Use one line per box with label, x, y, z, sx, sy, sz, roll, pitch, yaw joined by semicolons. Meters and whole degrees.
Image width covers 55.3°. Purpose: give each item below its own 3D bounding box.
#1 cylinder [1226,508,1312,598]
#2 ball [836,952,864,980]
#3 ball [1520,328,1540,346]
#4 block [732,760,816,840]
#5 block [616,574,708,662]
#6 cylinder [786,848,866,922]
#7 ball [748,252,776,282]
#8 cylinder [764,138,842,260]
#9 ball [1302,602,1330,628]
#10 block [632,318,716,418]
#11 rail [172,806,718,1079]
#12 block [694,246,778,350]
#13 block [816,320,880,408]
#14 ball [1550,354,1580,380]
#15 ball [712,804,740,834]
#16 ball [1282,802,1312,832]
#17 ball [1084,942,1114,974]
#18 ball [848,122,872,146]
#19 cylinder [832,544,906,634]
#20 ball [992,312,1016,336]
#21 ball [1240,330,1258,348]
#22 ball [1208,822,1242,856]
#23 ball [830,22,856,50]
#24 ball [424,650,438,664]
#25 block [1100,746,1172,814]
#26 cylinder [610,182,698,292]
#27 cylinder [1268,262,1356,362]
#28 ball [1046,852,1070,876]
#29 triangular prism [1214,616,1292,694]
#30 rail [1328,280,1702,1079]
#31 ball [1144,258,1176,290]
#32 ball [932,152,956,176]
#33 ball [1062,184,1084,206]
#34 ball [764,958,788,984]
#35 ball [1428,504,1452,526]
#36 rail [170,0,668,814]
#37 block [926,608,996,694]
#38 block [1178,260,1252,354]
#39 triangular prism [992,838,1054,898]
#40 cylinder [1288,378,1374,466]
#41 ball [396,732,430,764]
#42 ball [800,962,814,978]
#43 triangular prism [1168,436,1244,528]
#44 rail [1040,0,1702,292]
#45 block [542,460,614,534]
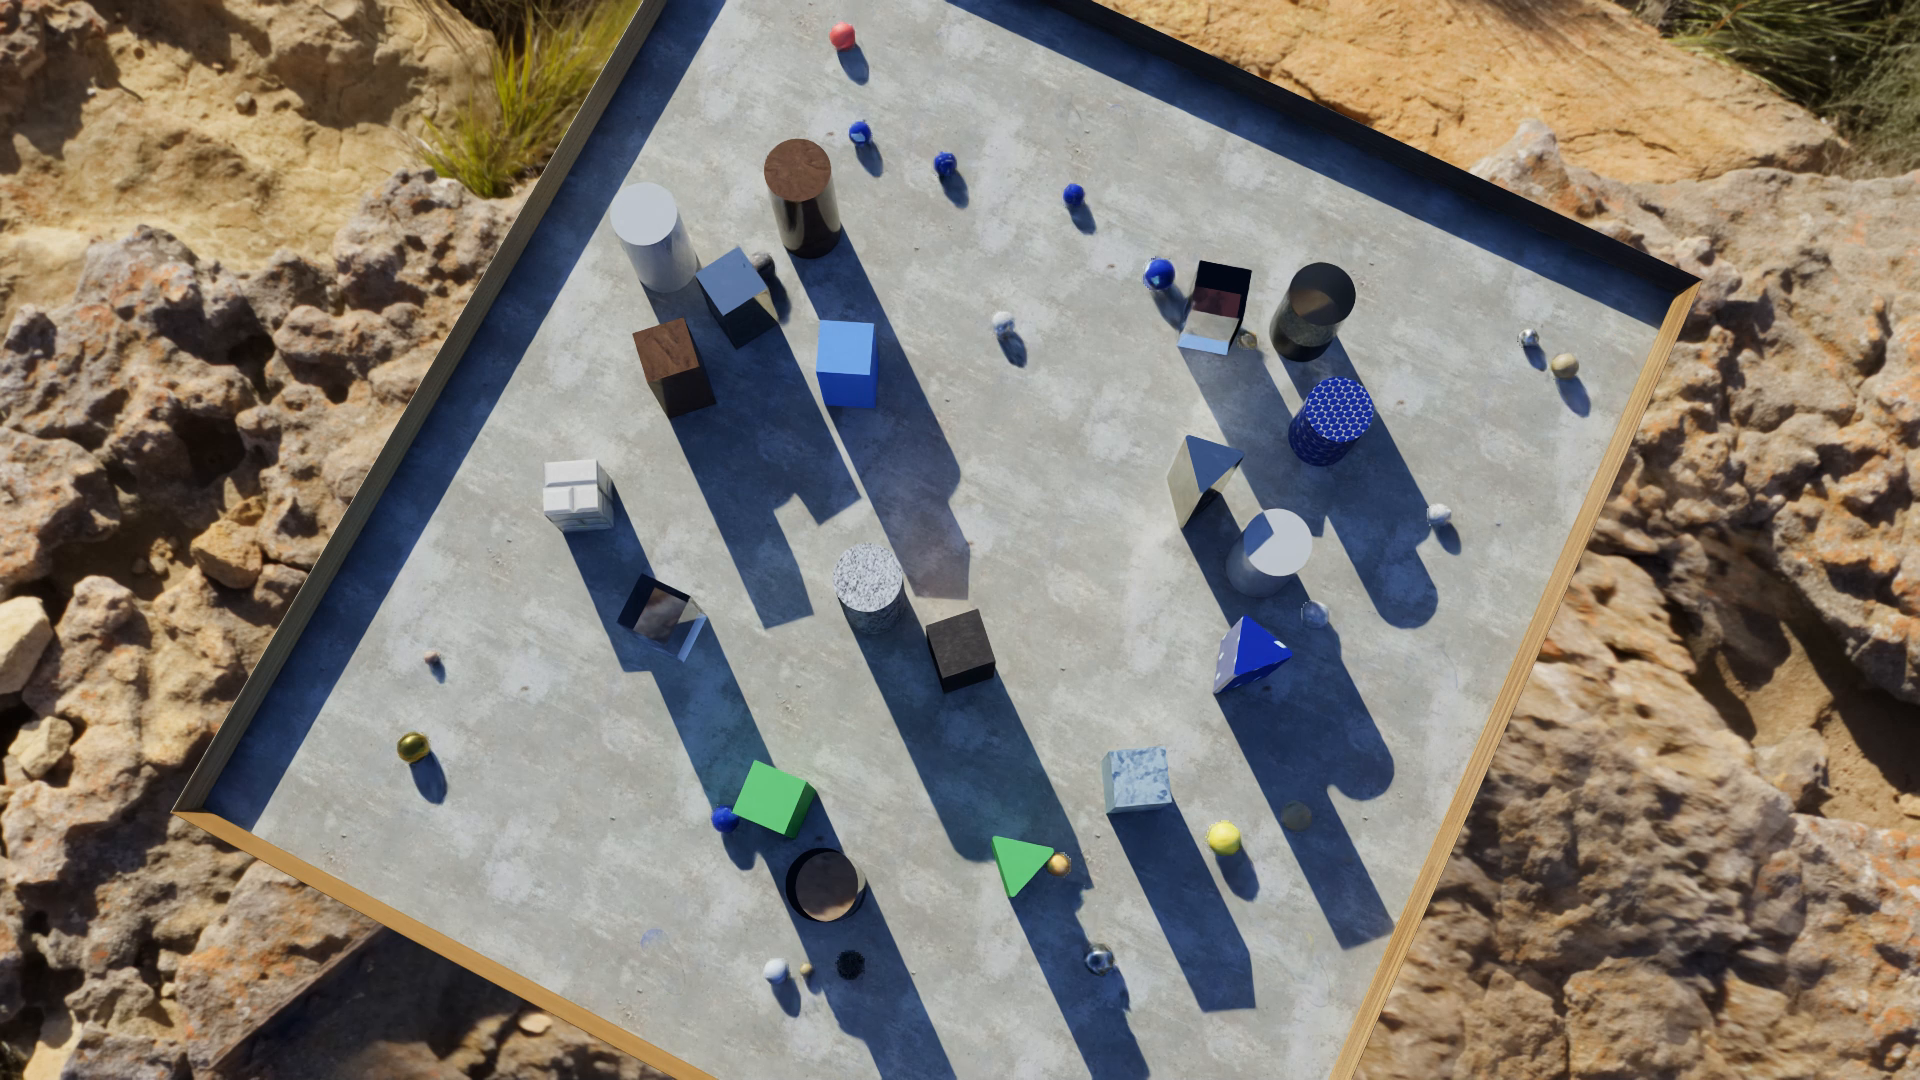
cylinder;0.910;0.043;5.422;0.197;0.363;0.197;0;78;0
ball;-0.320;1.236;5.321;0.077;0.077;0.077;0;78;0
ball;1.777;-0.633;5.718;0.058;0.058;0.058;0;78;0
block;-0.531;0.752;5.277;0.158;0.361;0.158;22;79;4
block;-0.872;0.232;5.389;0.158;0.351;0.158;25;79;5
cylinder;-0.373;0.978;5.176;0.197;0.466;0.197;0;78;0
ball;-0.627;-0.854;5.744;0.096;0.096;0.096;0;78;0
cylinder;-0.475;-1.034;5.588;0.197;0.474;0.197;0;78;0
ball;1.075;0.225;5.530;0.079;0.079;0.079;0;78;0
block;-0.856;-0.513;5.522;0.158;0.393;0.158;-18;79;-4
rail;-0.774;1.523;5.235;3.374;0.128;0.045;26;80;5
block;-0.679;-0.735;5.598;0.158;0.334;0.158;-34;80;-7
block;-0.337;-0.528;5.543;0.158;0.358;0.158;4;78;1
ball;1.877;-0.538;5.685;0.083;0.083;0.083;0;78;0
ball;-0.691;0.823;5.404;0.083;0.083;0.083;0;78;0
ball;0.996;0.816;5.404;0.086;0.086;0.086;0;78;0
ball;0.403;1.216;5.319;0.091;0.091;0.091;0;78;0
ball;-0.320;-1.297;5.848;0.073;0.073;0.073;0;78;0
cylinder;-0.262;0.147;5.379;0.197;0.406;0.197;0;78;0
ball;0.135;-0.676;5.718;0.075;0.075;0.075;0;78;0
ball;0.900;-0.626;5.718;0.055;0.055;0.055;0;78;0
ball;0.779;0.880;5.384;0.099;0.099;0.099;0;78;0
ball;-0.378;-1.627;5.910;0.084;0.084;0.084;0;78;0
ball;-1.594;0.353;5.521;0.043;0.043;0.043;0;78;0
block;0.506;0.696;5.299;0.158;0.340;0.158;-5;78;-1
cylinder;-0.930;-0.917;5.594;0.197;0.417;0.197;0;78;0
cylinder;1.069;-0.689;5.577;0.197;0.357;0.197;0;78;0
ball;0.286;0.953;5.379;0.069;0.069;0.069;0;78;0
triangular prism;0.820;0.323;5.322;0.171;0.446;0.148;-19;79;-4
rail;1.488;0.735;5.398;0.045;0.128;3.509;26;80;5
ball;0.626;-0.834;5.740;0.096;0.096;0.096;0;78;0
ball;-0.048;-1.197;5.825;0.077;0.077;0.077;0;78;0
ball;0.360;-1.093;5.808;0.069;0.069;0.069;0;78;0
ball;-0.534;1.253;5.321;0.072;0.072;0.072;0;78;0
ball;1.467;-0.076;5.598;0.067;0.067;0.067;0;78;0
rail;-1.488;-0.722;5.699;0.045;0.128;3.509;26;80;5
block;0.002;0.329;5.360;0.158;0.369;0.158;-18;79;-4
block;0.773;-0.704;5.586;0.158;0.346;0.158;11;79;2
triangular prism;0.147;0.907;5.242;0.148;0.366;0.171;42;81;8
cylinder;1.116;-0.354;5.536;0.197;0.302;0.197;0;78;0
ball;-1.624;0.616;5.442;0.092;0.092;0.092;0;78;0
ball;-0.447;1.253;5.337;0.041;0.041;0.041;0;78;0
triangular prism;0.691;-0.193;5.409;0.171;0.484;0.148;-42;81;-8
rail;0.774;-1.509;5.862;3.374;0.128;0.045;26;80;5
block;-1.146;-0.130;5.513;0.158;0.256;0.158;-4;78;-1
